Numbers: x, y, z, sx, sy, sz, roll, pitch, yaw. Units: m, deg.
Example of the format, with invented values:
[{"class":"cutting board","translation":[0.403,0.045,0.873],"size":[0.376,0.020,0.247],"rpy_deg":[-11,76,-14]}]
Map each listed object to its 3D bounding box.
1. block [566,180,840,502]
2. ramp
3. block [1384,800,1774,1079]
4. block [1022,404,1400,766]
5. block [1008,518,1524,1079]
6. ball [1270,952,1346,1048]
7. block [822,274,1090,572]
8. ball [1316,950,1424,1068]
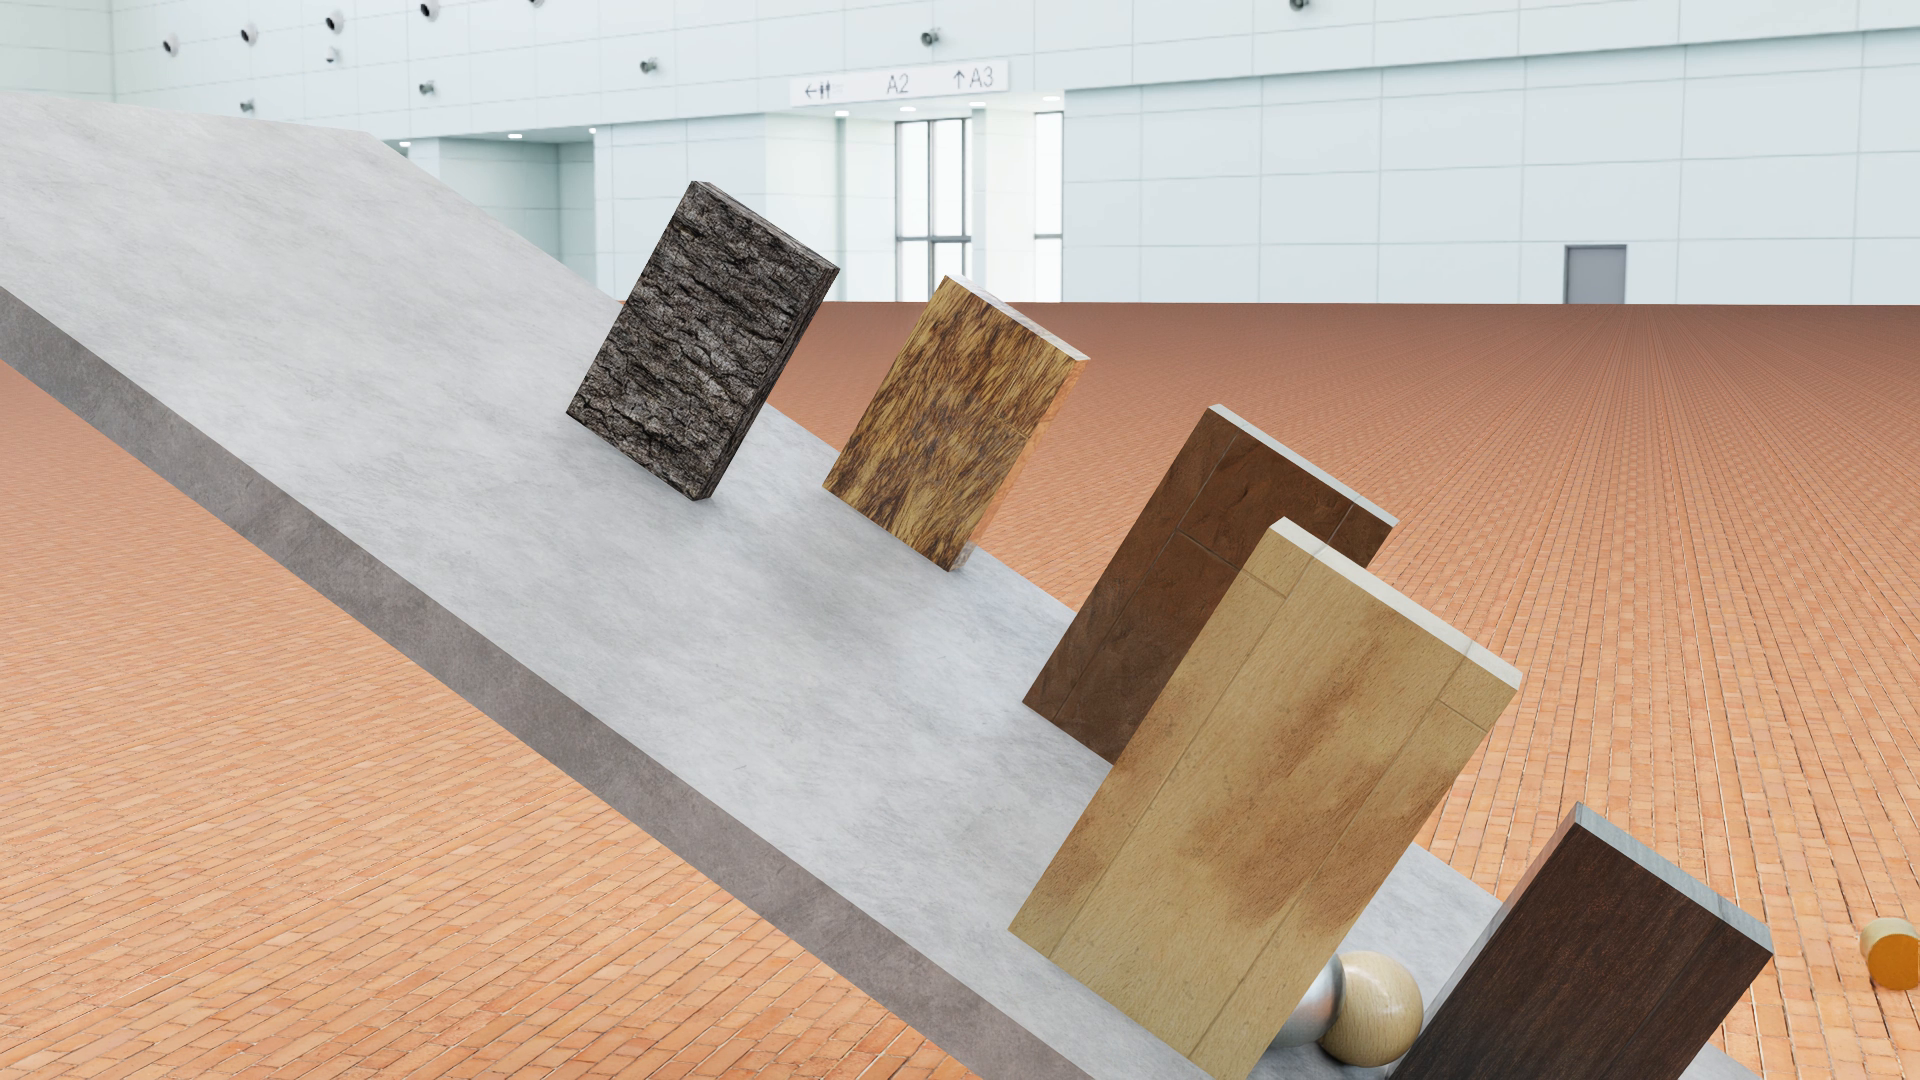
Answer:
[{"class":"block","translation":[-0.501,-0.384,4.263],"size":[0.317,0.526,0.086],"rpy_deg":[34,15,11]},{"class":"ramp","translation":[-0.153,0.254,4.112],"size":[4.000,0.100,2.000],"rpy_deg":[34,15,11]},{"class":"block","translation":[0.973,0.744,3.489],"size":[0.347,0.540,0.145],"rpy_deg":[34,15,11]},{"class":"block","translation":[0.472,0.139,4.191],"size":[0.406,0.679,0.119],"rpy_deg":[34,15,11]},{"class":"block","translation":[0.440,0.387,3.226],"size":[0.409,0.728,0.141],"rpy_deg":[34,15,11]},{"class":"ball","translation":[0.504,0.691,3.418],"size":[0.192,0.192,0.192],"rpy_deg":[0,7,0]},{"class":"block","translation":[-0.011,-0.254,4.781],"size":[0.342,0.542,0.122],"rpy_deg":[34,15,11]},{"class":"ball","translation":[0.649,0.751,3.523],"size":[0.185,0.185,0.185],"rpy_deg":[0,7,0]}]
